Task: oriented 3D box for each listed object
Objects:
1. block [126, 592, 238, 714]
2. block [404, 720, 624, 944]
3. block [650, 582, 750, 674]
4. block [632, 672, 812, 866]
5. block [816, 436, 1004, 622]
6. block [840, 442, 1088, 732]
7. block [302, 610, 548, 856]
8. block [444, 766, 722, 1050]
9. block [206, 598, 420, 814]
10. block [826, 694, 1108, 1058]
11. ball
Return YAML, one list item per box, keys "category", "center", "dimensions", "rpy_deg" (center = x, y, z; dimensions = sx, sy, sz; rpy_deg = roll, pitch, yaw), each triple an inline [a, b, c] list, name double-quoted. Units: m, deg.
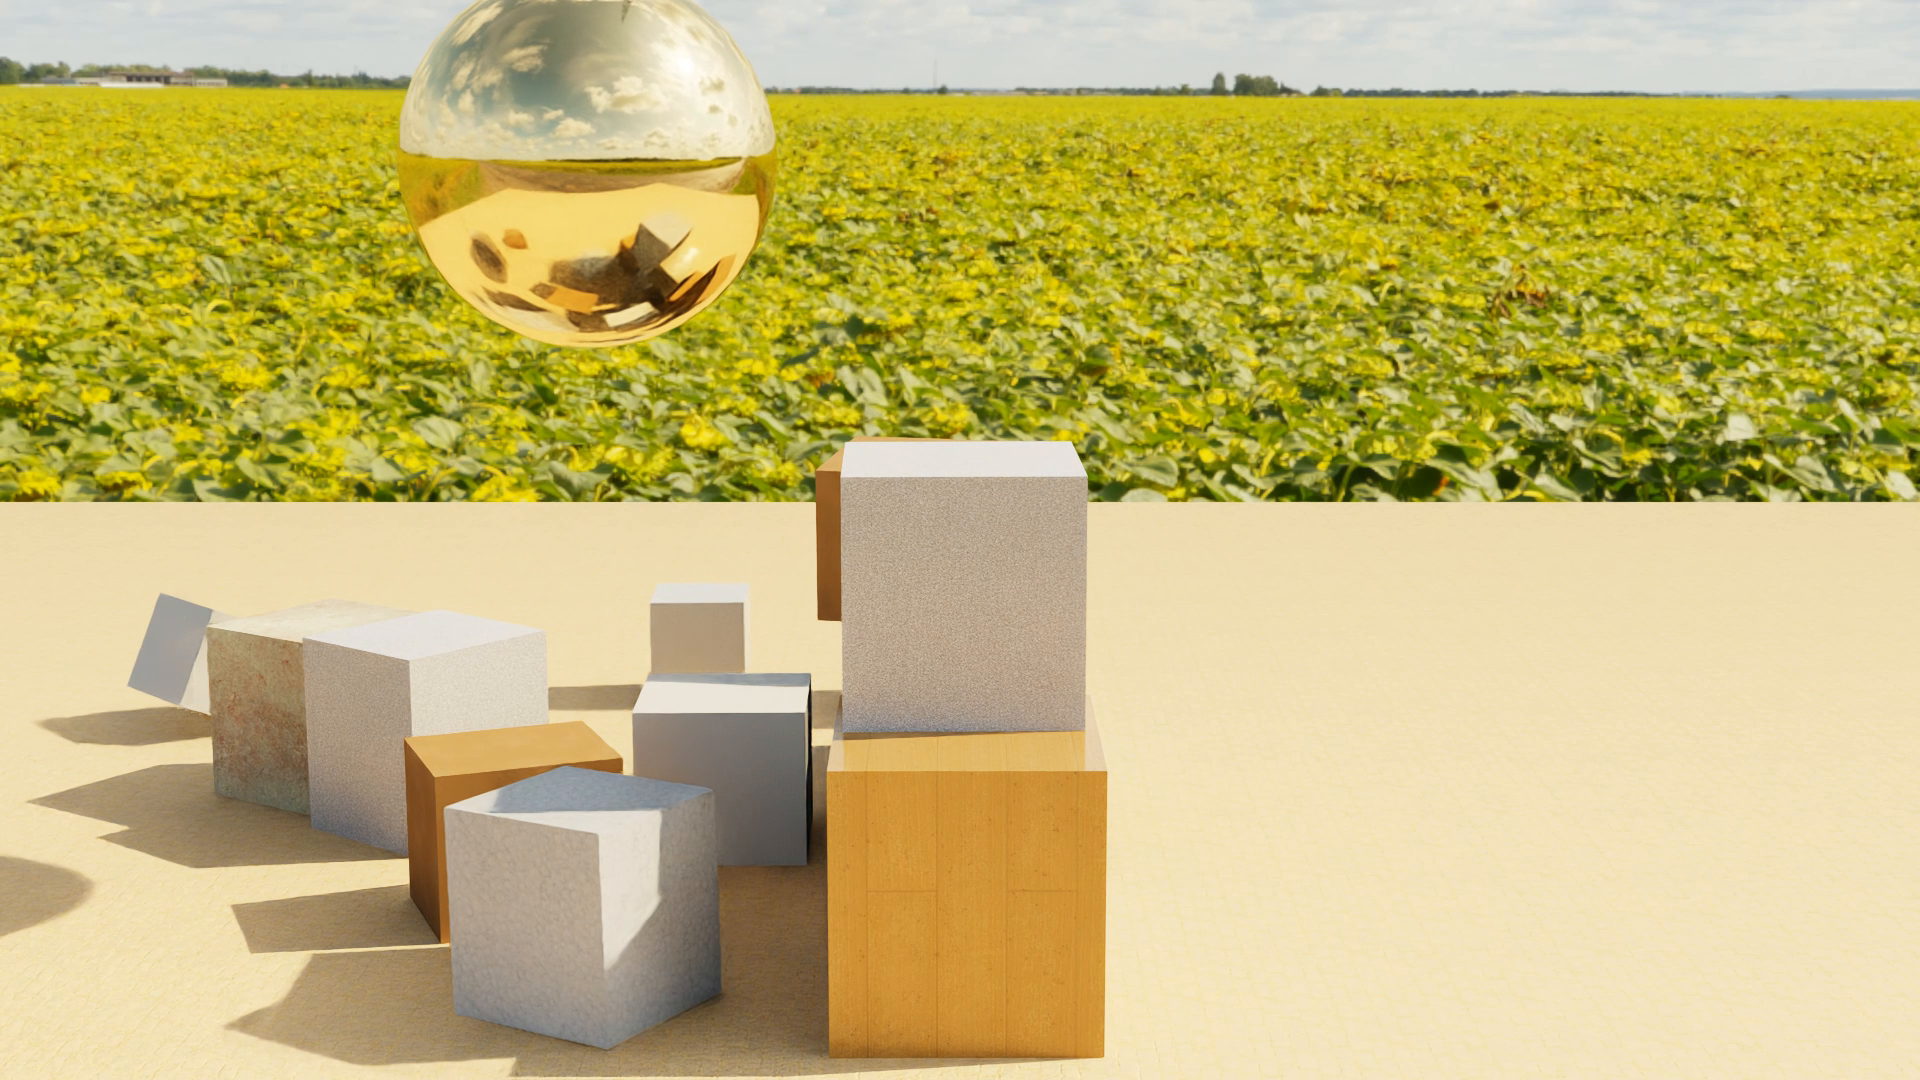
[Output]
- category: "block"
  center: [-4.085, 0.658, 13.987]
  dimensions: [0.624, 0.539, 0.512]
  rpy_deg: [11, -9, 46]
- category: "block"
  center: [-1.889, 1.222, 10.872]
  dimensions: [0.779, 0.706, 0.672]
  rpy_deg: [-4, 11, -22]
- category: "block"
  center: [-1.479, 0.591, 14.655]
  dimensions: [0.527, 0.594, 0.567]
  rpy_deg: [0, 10, -2]
- category: "block"
  center: [-1.080, 1.047, 11.829]
  dimensions: [0.768, 0.708, 0.761]
  rpy_deg: [0, 10, -1]
- category: "block"
  center: [-0.151, -0.051, 12.426]
  dimensions: [0.909, 0.726, 0.873]
  rpy_deg: [2, 13, 10]
- category: "block"
  center: [0.005, 0.161, 9.986]
  dimensions: [0.911, 0.967, 0.913]
  rpy_deg: [0, 10, -1]
- category: "block"
  center: [-2.504, 0.891, 12.093]
  dimensions: [0.768, 0.920, 0.815]
  rpy_deg: [8, 13, 38]
- category: "block"
  center: [-1.421, 1.370, 9.726]
  dimensions: [0.742, 0.809, 0.689]
  rpy_deg: [5, 11, 31]
- category: "block"
  center: [-3.106, 0.817, 12.704]
  dimensions: [0.839, 0.847, 0.816]
  rpy_deg: [7, 12, 33]
- category: "block"
  center: [0.023, 1.244, 9.730]
  dimensions: [0.994, 1.071, 1.131]
  rpy_deg: [0, 10, 0]
- category: "ball"
  center: [-1.574, -1.615, 10.887]
  dimensions: [1.600, 1.600, 1.600]
  rpy_deg: [0, 10, 0]
